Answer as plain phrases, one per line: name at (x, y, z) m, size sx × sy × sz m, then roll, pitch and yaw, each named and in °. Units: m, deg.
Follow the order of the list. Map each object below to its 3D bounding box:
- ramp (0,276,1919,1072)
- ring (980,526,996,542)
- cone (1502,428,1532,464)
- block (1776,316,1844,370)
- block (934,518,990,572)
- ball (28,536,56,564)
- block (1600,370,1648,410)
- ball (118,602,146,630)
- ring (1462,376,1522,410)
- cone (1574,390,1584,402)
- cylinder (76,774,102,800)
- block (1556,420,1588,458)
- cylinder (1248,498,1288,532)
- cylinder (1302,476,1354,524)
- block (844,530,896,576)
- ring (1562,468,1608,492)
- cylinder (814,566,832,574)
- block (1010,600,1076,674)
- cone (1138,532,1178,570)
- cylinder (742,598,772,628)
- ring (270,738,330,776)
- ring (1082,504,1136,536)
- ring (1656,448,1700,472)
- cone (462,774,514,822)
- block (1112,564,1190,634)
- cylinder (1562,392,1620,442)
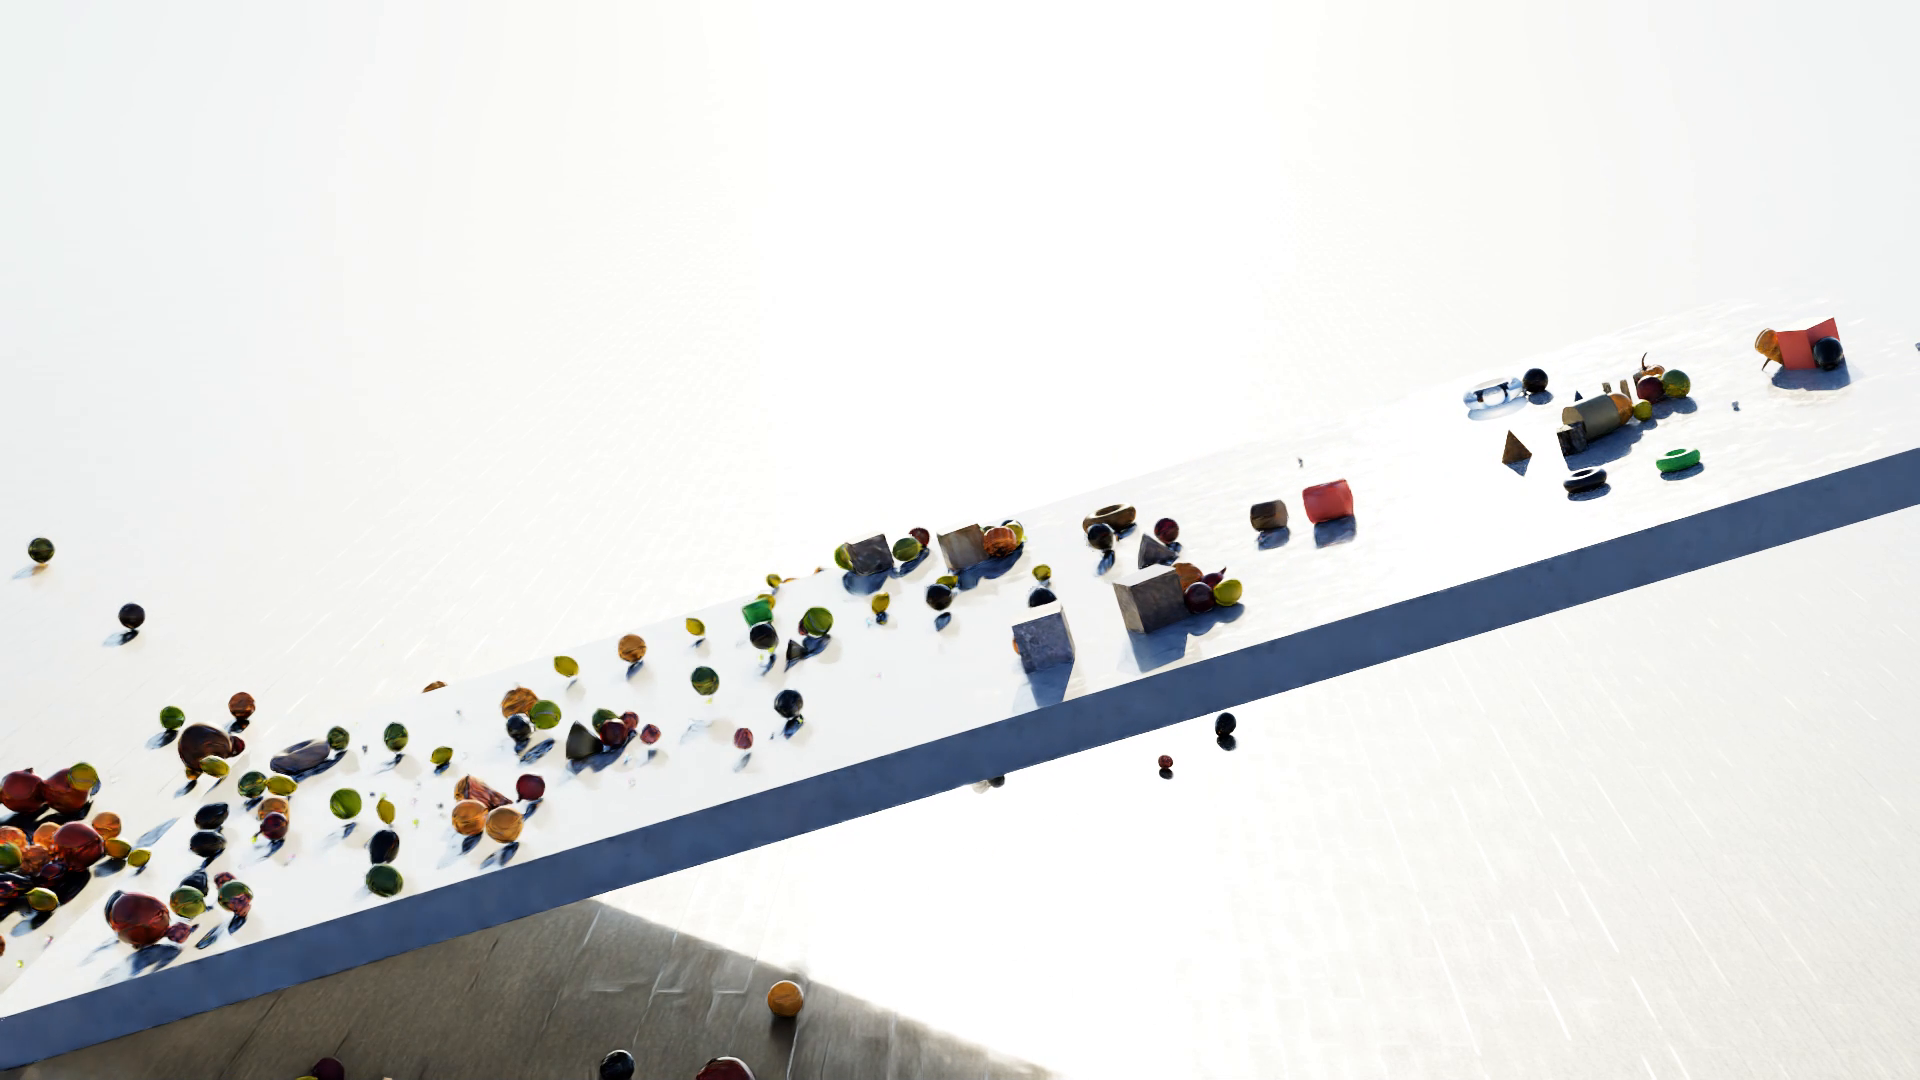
ramp at (0.098, 0.184, 6.313) m, size 4.000 × 0.100 × 2.000 m, roll -17°, pitch 10°, yaw 5°
ring at (0.043, -0.011, 7.071) m, size 0.087 × 0.029 × 0.087 m, roll -16°, pitch 11°, yaw 3°
cone at (1.145, -0.201, 6.091) m, size 0.068 × 0.068 × 0.068 m, roll -17°, pitch 10°, yaw 3°
block at (1.760, -0.407, 6.091) m, size 0.085 × 0.085 × 0.085 m, roll -23°, pitch 11°, yaw -27°
block at (0.005, 0.011, 6.842) m, size 0.091 × 0.091 × 0.091 m, roll -19°, pitch 10°, yaw -8°
ball at (-3.163, 0.033, 10.132) m, size 0.094 × 0.094 × 0.094 m, roll 0°, pitch 11°, yaw 0°
block at (1.415, -0.318, 6.264) m, size 0.064 × 0.064 × 0.064 m, roll -8°, pitch 14°, yaw 44°
ball at (-2.575, 0.235, 9.150) m, size 0.086 × 0.086 × 0.086 m, roll 0°, pitch 11°, yaw 0°
ring at (1.221, -0.338, 6.743) m, size 0.143 × 0.048 × 0.143 m, roll -18°, pitch 9°, yaw 3°
cone at (1.296, -0.270, 6.125) m, size 0.095 × 0.095 × 0.095 m, roll -17°, pitch 10°, yaw 3°
cylinder at (-2.162, 0.613, 7.295) m, size 0.055 × 0.055 × 0.055 m, roll -6°, pitch -12°, yaw -26°
block at (1.246, -0.206, 5.989) m, size 0.053 × 0.053 × 0.053 m, roll -15°, pitch 11°, yaw 15°
cylinder at (0.648, -0.052, 6.170) m, size 0.062 × 0.062 × 0.062 m, roll -11°, pitch 4°, yaw 33°
cylinder at (0.761, -0.082, 6.079) m, size 0.082 × 0.082 × 0.082 m, roll -13°, pitch 5°, yaw 25°
block at (-0.220, 0.031, 7.135) m, size 0.084 × 0.084 × 0.084 m, roll -20°, pitch 11°, yaw -14°
ring at (1.202, -0.115, 5.653) m, size 0.088 × 0.029 × 0.088 m, roll -19°, pitch 10°, yaw 4°
cylinder at (-0.325, 0.109, 7.418) m, size 0.079 × 0.079 × 0.079 m, roll 9°, pitch 7°, yaw -24°
block at (0.160, 0.185, 5.641) m, size 0.098 × 0.098 × 0.098 m, roll -17°, pitch 10°, yaw 6°
cone at (0.423, 0.029, 6.194) m, size 0.082 × 0.082 × 0.082 m, roll 8°, pitch 11°, yaw -5°
cylinder at (-0.477, 0.172, 6.908) m, size 0.057 × 0.057 × 0.057 m, roll -21°, pitch 17°, yaw -14°
ring at (-1.564, 0.514, 6.970) m, size 0.150 × 0.050 × 0.150 m, roll -19°, pitch 10°, yaw 4°
ring at (0.341, -0.047, 6.718) m, size 0.130 × 0.043 × 0.130 m, roll -18°, pitch 11°, yaw 4°
ring at (1.363, -0.153, 5.582) m, size 0.087 × 0.029 × 0.087 m, roll -16°, pitch 11°, yaw 3°
cone at (-0.941, 0.521, 5.893) m, size 0.099 × 0.099 × 0.099 m, roll 7°, pitch 9°, yaw -15°
block at (0.367, 0.114, 5.667) m, size 0.099 × 0.099 × 0.099 m, roll -21°, pitch 11°, yaw -16°
cylinder at (1.297, -0.250, 6.048) m, size 0.084 × 0.084 × 0.084 m, roll -21°, pitch 18°, yaw -18°
